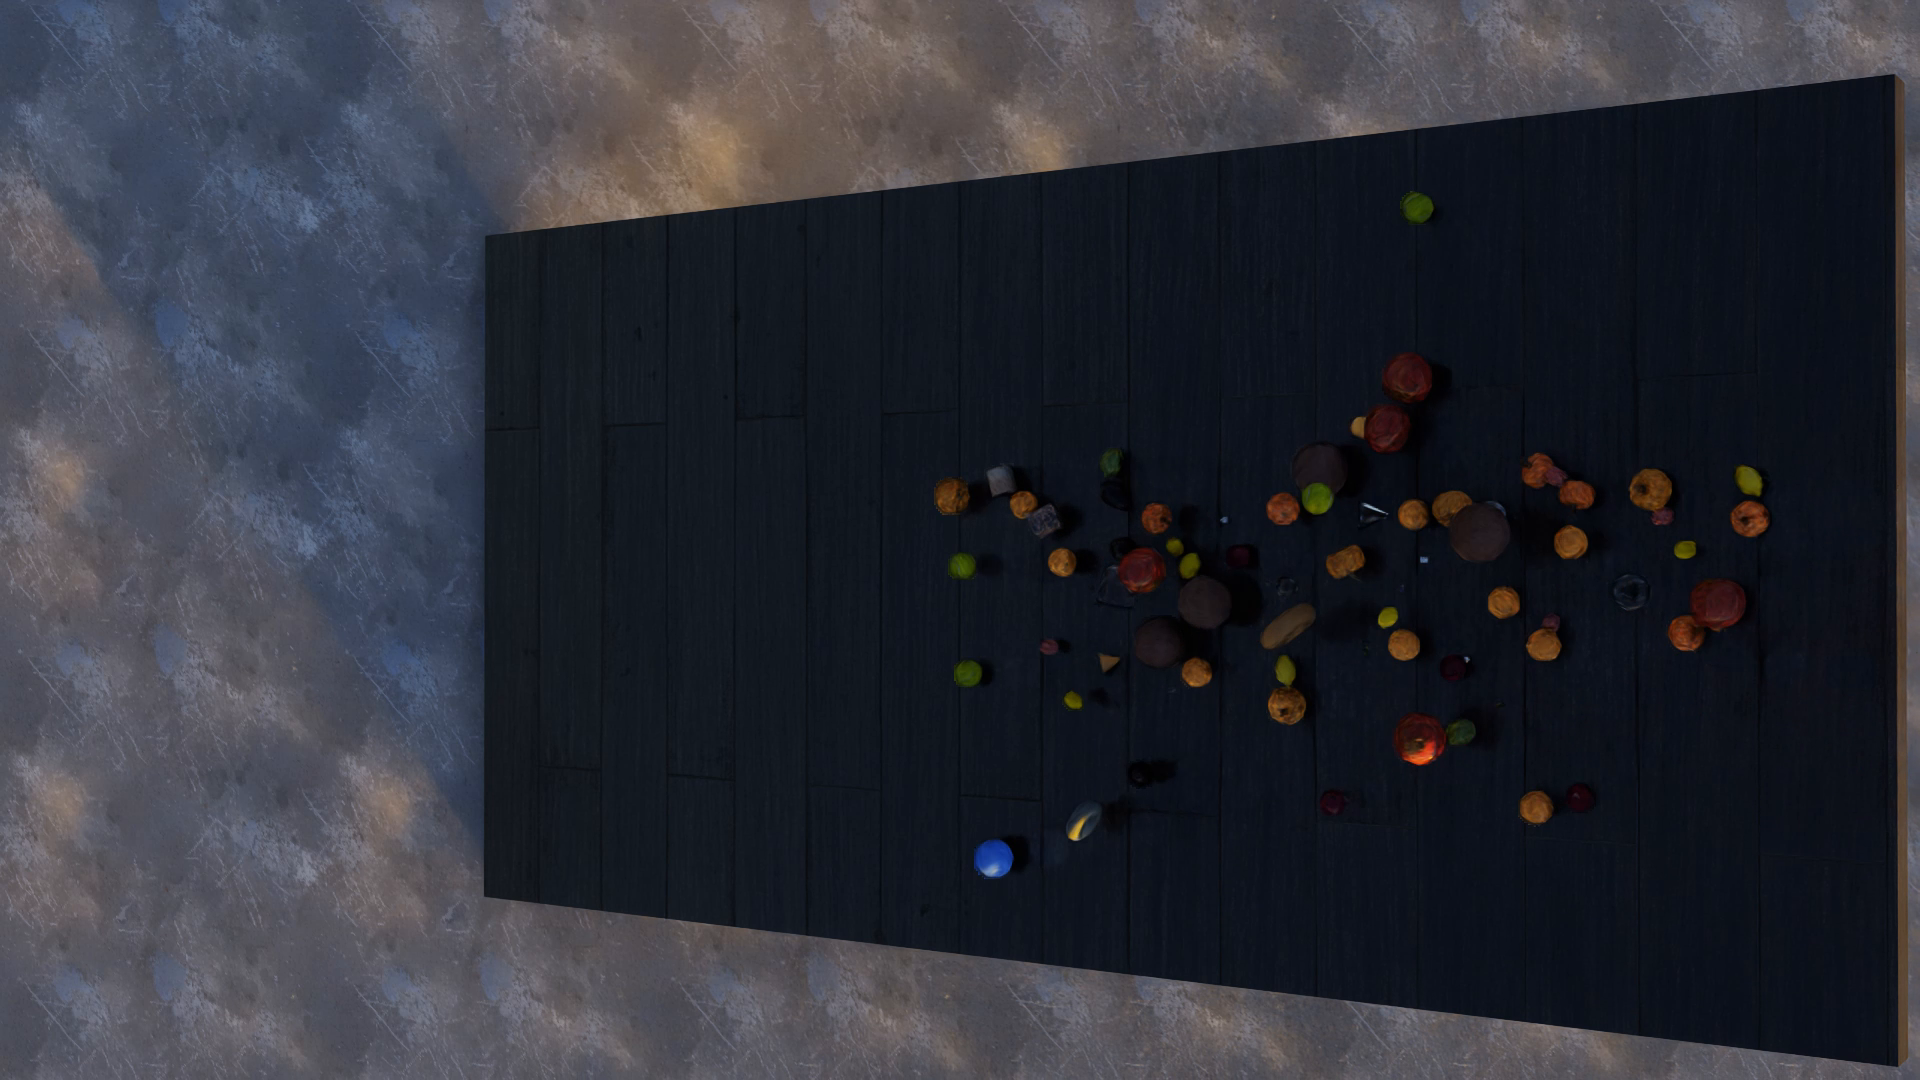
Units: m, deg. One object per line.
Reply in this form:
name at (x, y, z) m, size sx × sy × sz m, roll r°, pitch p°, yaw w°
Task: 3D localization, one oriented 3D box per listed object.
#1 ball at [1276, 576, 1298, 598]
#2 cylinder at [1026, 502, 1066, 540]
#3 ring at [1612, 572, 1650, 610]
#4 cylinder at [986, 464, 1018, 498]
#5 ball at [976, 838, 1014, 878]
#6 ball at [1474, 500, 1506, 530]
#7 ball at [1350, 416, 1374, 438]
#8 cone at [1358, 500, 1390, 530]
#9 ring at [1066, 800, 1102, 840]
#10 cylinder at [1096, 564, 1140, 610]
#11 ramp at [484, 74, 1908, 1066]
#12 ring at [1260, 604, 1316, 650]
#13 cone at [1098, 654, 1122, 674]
ball at (0.765, 0.108, 5.148) m, size 0.053 × 0.053 × 0.053 m, roll 0°, pitch 90°, yaw 0°
cylinder at (0.215, -0.048, 5.493) m, size 0.073 × 0.073 × 0.073 m, roll -27°, pitch 90°, yaw 13°
ring at (1.438, 0.109, 4.713) m, size 0.083 × 0.028 × 0.083 m, roll 0°, pitch 90°, yaw 34°
cylinder at (0.107, -0.149, 5.577) m, size 0.068 × 0.068 × 0.068 m, roll -18°, pitch 94°, yaw 0°
ball at (0.087, 0.805, 5.569) m, size 0.097 × 0.097 × 0.097 m, roll 0°, pitch 90°, yaw 0°
ball at (1.174, -0.055, 4.867) m, size 0.067 × 0.067 × 0.067 m, roll 0°, pitch 90°, yaw 0°
ball at (0.922, -0.259, 5.046) m, size 0.051 × 0.051 × 0.051 m, roll 0°, pitch 90°, yaw 0°
cone at (0.951, -0.056, 5.037) m, size 0.072 × 0.072 × 0.072 m, roll 0°, pitch 90°, yaw 7°
ring at (0.303, 0.685, 5.378) m, size 0.038 × 0.115 × 0.115 m, roll 36°, pitch 90°, yaw 27°
cylinder at (0.388, 0.114, 5.375) m, size 0.092 × 0.092 × 0.092 m, roll 11°, pitch 97°, yaw 0°
ramp at (0.252, 0.069, 5.583) m, size 4.000 × 0.100 × 2.000 m, roll 0°, pitch 89°, yaw 34°
ring at (0.746, 0.196, 4.998) m, size 0.146 × 0.146 × 0.049 m, roll -32°, pitch 71°, yaw 0°
cone at (0.374, 0.299, 5.424) m, size 0.054 × 0.054 × 0.054 m, roll -14°, pitch 90°, yaw 6°
